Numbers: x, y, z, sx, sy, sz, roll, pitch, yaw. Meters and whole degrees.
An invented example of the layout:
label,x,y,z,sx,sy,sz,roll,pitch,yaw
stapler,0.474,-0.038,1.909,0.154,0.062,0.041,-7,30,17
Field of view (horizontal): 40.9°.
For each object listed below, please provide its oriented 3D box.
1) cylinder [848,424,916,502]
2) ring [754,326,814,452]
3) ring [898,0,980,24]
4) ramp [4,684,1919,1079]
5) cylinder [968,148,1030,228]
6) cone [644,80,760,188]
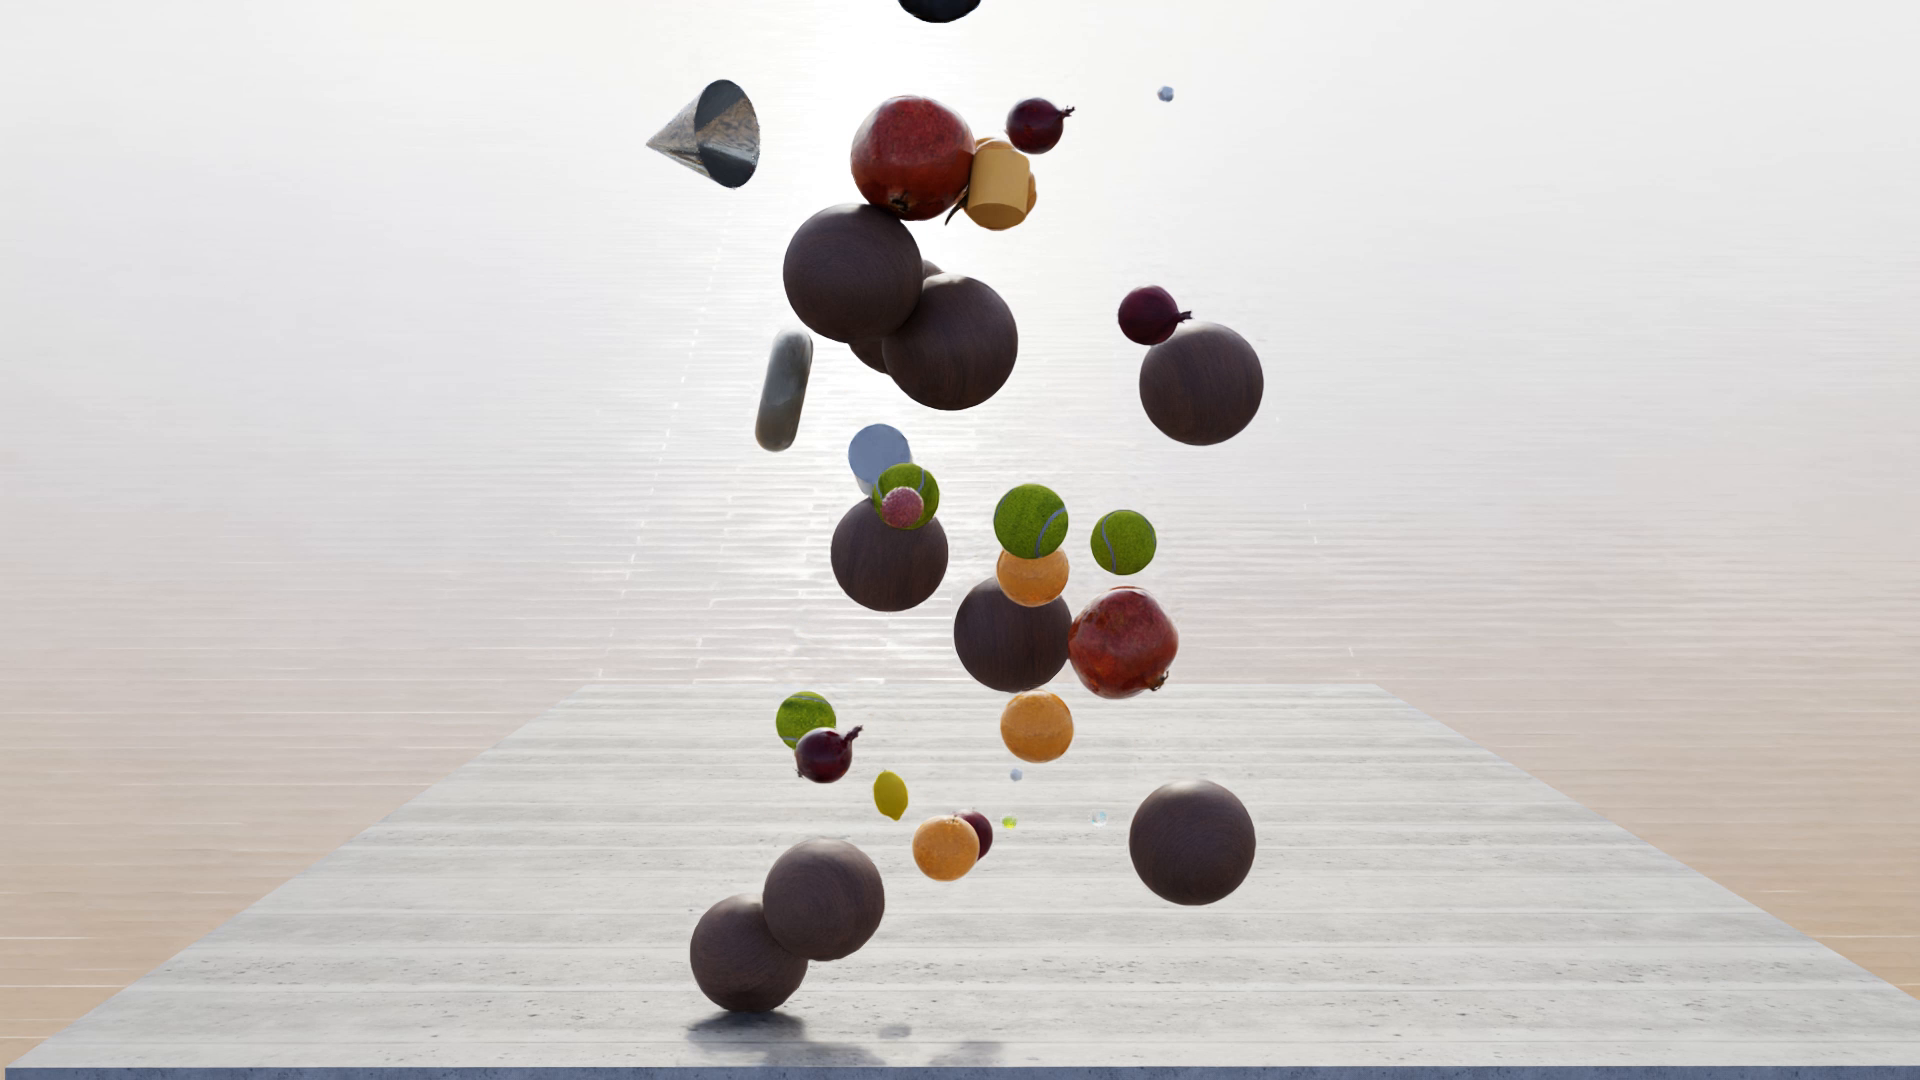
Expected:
label,x,y,z,sx,sy,sz,roll,pitch,yaw
cylinder,-0.086,-0.085,2.839,0.069,0.069,0.069,2,-15,5
ring,-0.170,-0.145,2.484,0.041,0.123,0.123,12,23,-5
ring,-0.018,-0.563,2.541,0.108,0.108,0.036,-8,27,-18
ramp,0.054,0.493,4.543,2.000,0.100,4.000,0,2,0
cylinder,0.035,-0.316,2.317,0.053,0.053,0.053,5,-17,1
cone,-0.236,-0.345,2.215,0.093,0.093,0.093,-1,20,32
